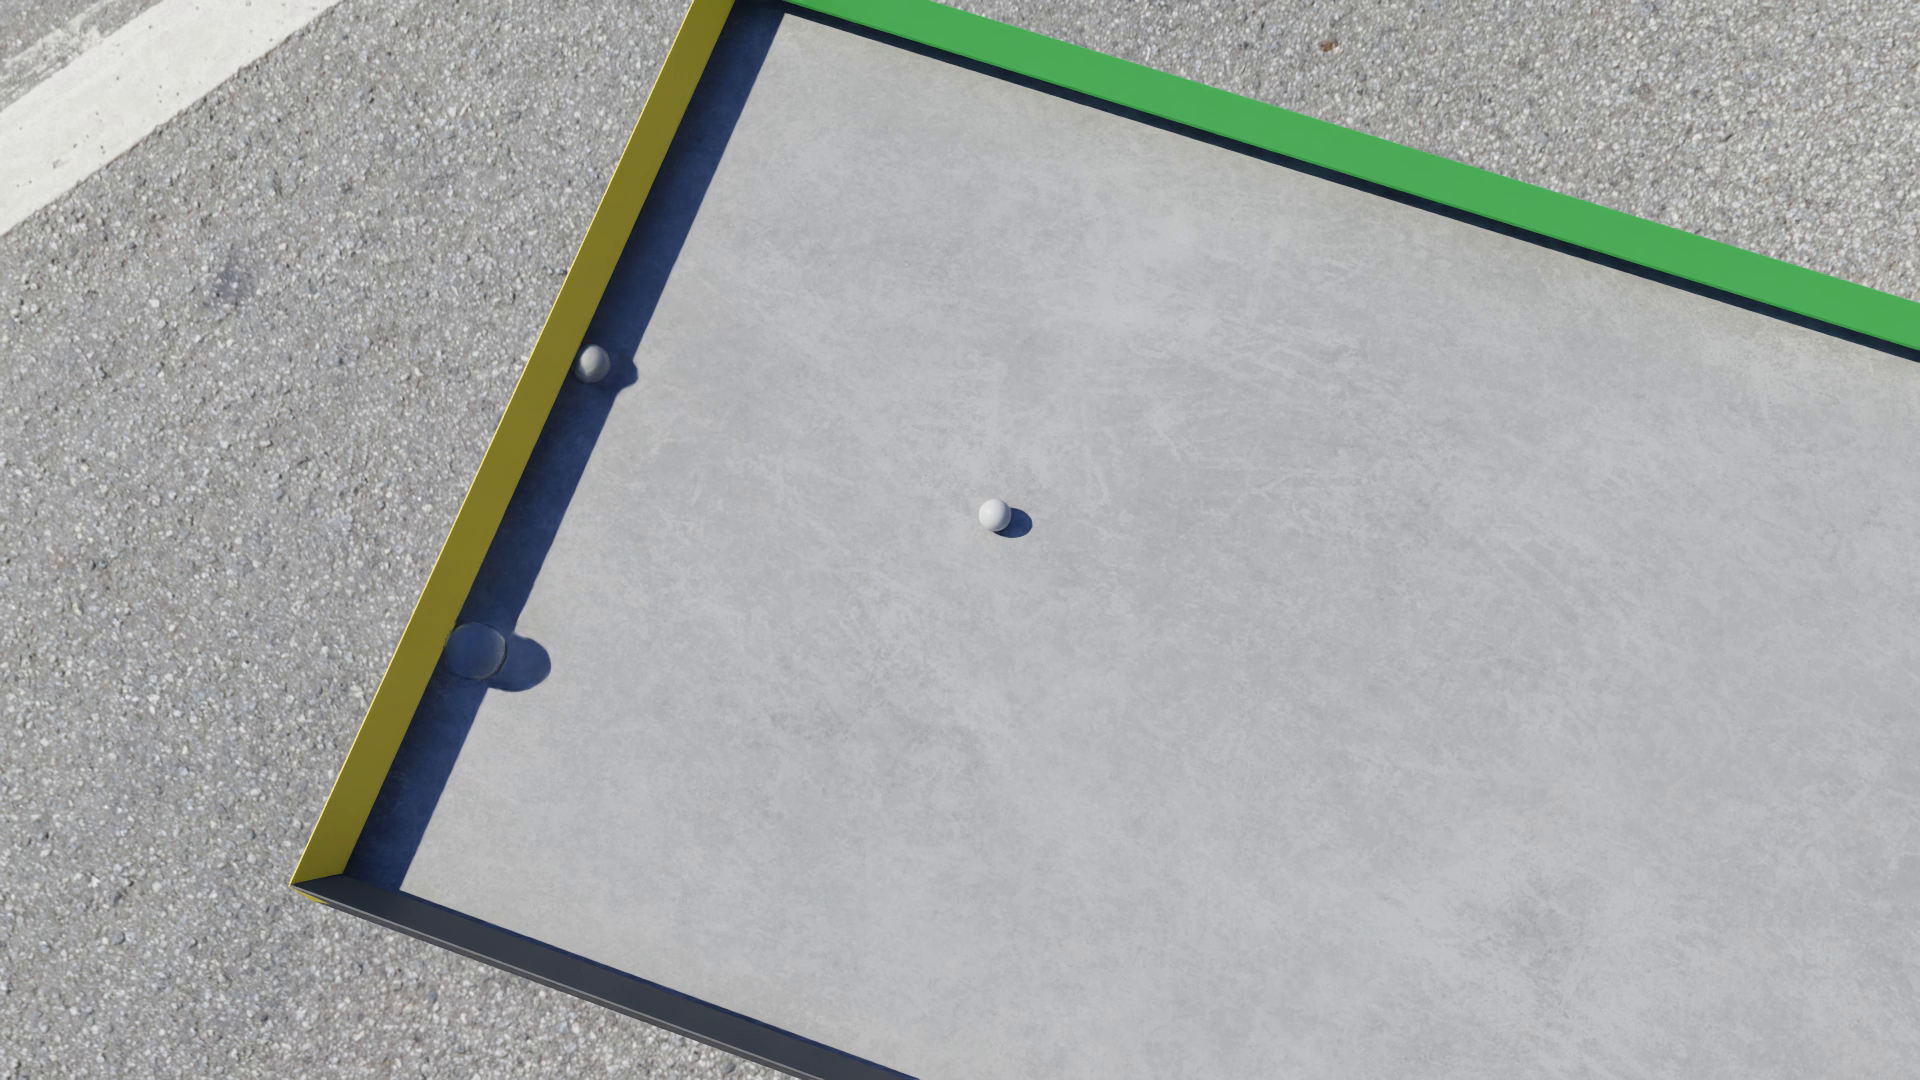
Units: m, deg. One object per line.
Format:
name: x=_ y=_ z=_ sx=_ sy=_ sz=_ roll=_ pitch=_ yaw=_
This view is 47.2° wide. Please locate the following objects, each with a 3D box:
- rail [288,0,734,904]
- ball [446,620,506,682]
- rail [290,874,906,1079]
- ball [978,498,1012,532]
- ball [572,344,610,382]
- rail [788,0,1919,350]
rail: x=-0.661 y=-0.231 z=3.481 sx=0.045 sy=0.120 sz=1.699 roll=18 pitch=72 yaw=6
ball: x=-0.738 y=0.169 z=3.356 sx=0.092 sy=0.092 sz=0.092 roll=0 pitch=71 yaw=0
rail: x=0.408 y=0.952 z=3.066 sx=2.900 sy=0.120 sz=0.045 roll=18 pitch=72 yaw=6
ball: x=0.055 y=-0.039 z=3.451 sx=0.052 sy=0.052 sz=0.052 roll=0 pitch=71 yaw=0
ball: x=-0.593 y=-0.284 z=3.531 sx=0.063 sy=0.063 sz=0.063 roll=0 pitch=71 yaw=0
rail: x=0.959 y=-0.517 z=3.581 sx=2.900 sy=0.120 sz=0.045 roll=18 pitch=72 yaw=6
